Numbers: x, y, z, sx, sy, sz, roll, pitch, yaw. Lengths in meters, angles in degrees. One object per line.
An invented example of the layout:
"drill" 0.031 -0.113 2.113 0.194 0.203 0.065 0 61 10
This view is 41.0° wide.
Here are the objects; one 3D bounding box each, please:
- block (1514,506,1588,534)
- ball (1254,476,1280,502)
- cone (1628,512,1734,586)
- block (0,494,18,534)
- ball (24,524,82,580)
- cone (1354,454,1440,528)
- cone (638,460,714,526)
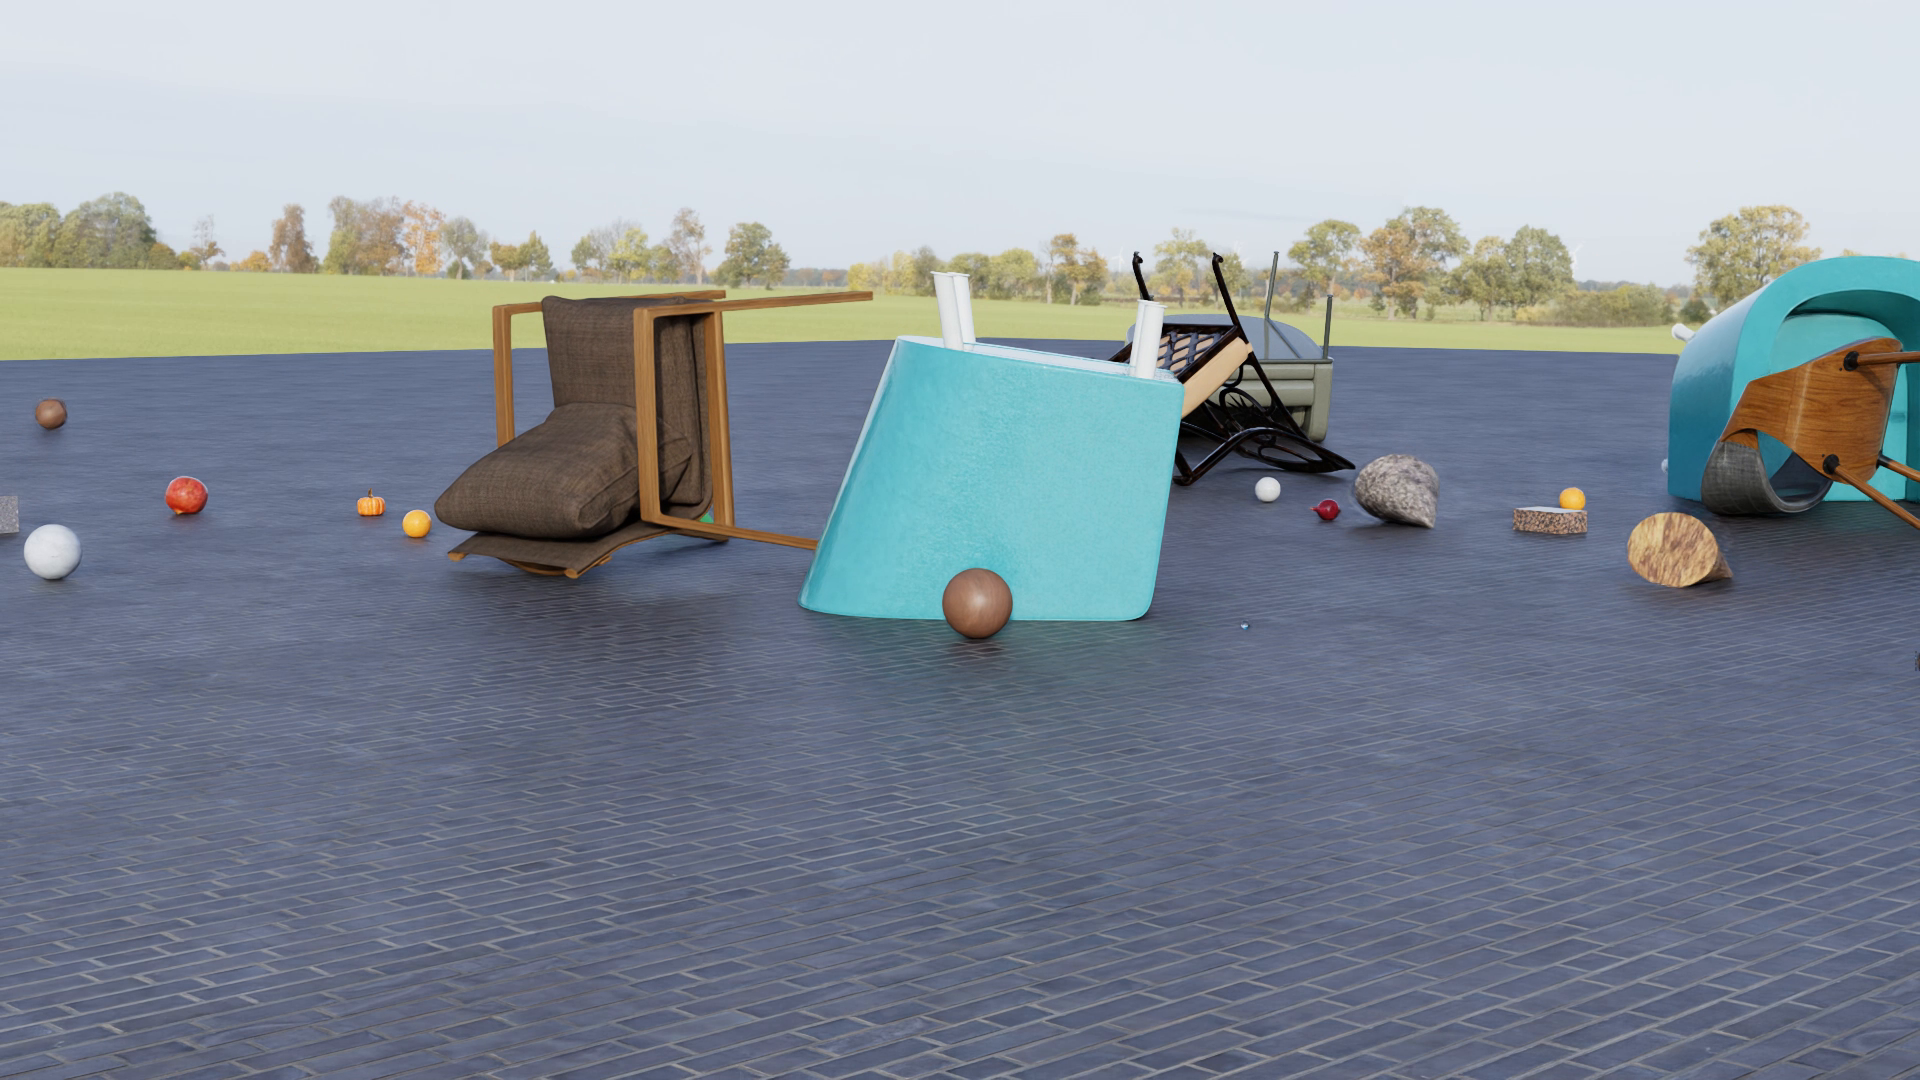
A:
"block" 1.530 -0.052 6.651 0.103 0.054 0.157 -4 7 -35
"ball" 0.896 -0.146 7.469 0.074 0.074 0.074 0 6 0
"cone" 1.606 0.051 5.543 0.250 0.160 0.224 19 0 -40
"block" -2.526 -0.065 6.586 0.131 0.094 0.158 4 7 35
"ball" -1.970 0.026 5.573 0.121 0.121 0.121 0 6 0
"cone" 1.202 -0.083 6.766 0.294 0.196 0.195 19 24 -36
"cone" -0.759 -0.130 6.843 0.198 0.170 0.213 -6 8 -44
